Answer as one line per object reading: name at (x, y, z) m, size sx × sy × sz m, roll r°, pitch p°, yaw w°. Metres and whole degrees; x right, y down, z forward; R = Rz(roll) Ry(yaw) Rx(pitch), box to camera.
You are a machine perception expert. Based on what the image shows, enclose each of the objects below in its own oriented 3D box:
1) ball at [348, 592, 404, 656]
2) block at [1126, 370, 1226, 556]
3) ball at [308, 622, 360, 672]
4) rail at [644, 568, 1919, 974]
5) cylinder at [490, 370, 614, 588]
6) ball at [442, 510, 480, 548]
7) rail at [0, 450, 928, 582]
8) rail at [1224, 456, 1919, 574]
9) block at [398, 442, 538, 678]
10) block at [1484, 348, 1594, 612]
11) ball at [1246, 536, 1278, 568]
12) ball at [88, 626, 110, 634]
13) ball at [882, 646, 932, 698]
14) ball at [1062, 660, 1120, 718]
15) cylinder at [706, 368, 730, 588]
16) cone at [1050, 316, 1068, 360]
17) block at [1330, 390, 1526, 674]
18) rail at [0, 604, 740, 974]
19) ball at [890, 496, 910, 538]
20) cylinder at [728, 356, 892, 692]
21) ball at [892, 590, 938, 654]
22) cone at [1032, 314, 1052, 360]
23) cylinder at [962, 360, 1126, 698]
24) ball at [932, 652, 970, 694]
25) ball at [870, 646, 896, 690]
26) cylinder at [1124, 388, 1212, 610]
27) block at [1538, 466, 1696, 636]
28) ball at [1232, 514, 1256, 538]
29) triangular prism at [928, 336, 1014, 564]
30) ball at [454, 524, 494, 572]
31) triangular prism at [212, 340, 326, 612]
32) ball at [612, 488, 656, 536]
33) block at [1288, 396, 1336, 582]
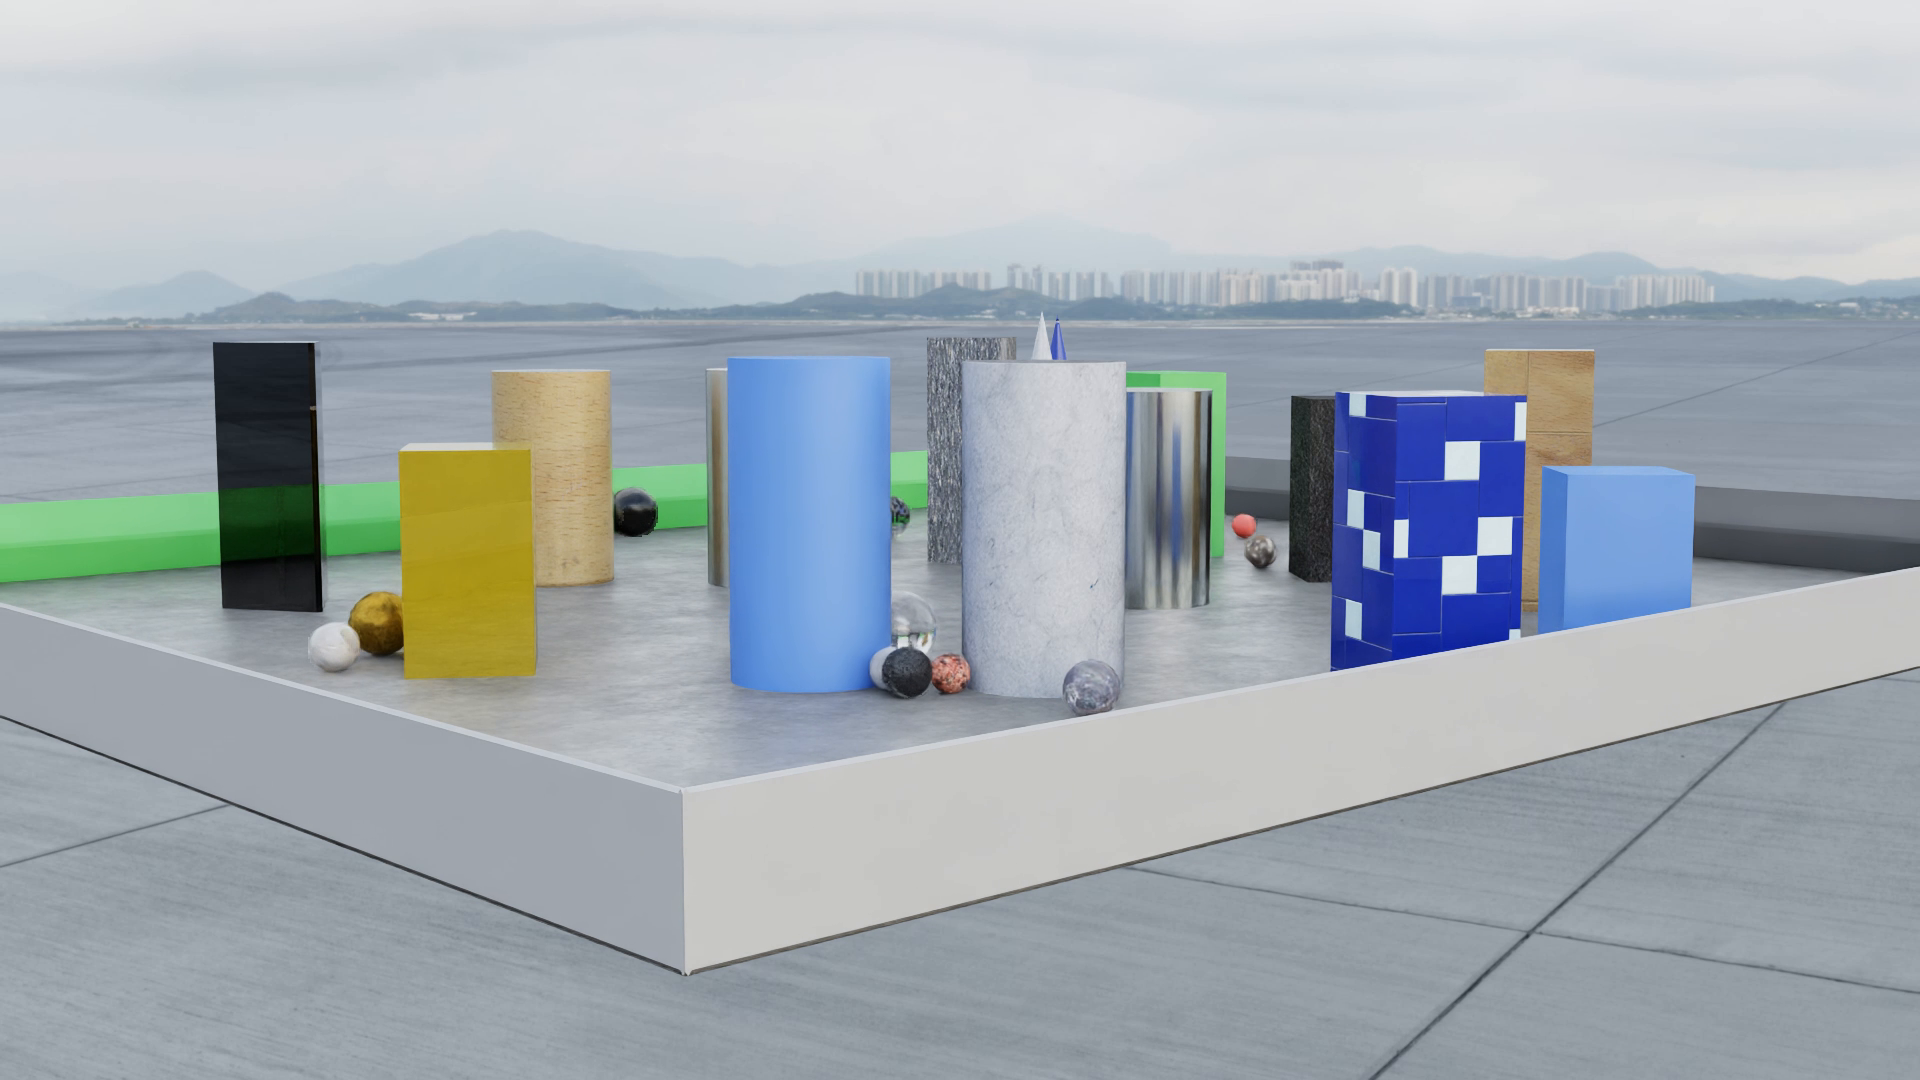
ball at (-0.746, 0.107, 2.838) m, size 0.083 × 0.083 × 0.083 m, roll 0°, pitch 6°, yaw 0°
block at (0.370, -0.138, 3.986) m, size 0.155 × 0.331 × 0.155 m, roll -4°, pitch 7°, yaw -35°
ball at (-0.769, 0.132, 2.707) m, size 0.062 × 0.062 × 0.062 m, roll 0°, pitch 6°, yaw 0°
rail at (0.835, 0.127, 2.432) m, size 2.817 × 0.126 × 0.045 m, roll -6°, pitch 8°, yaw -42°
cylinder at (-0.668, -0.105, 3.610) m, size 0.194 × 0.345 × 0.194 m, roll 0°, pitch 6°, yaw 0°
ball at (-0.925, -0.018, 4.085) m, size 0.073 × 0.073 × 0.073 m, roll 0°, pitch 6°, yaw 0°
rail at (-0.835, -0.062, 4.232) m, size 2.817 × 0.126 × 0.045 m, roll -6°, pitch 8°, yaw -42°
rail at (1.018, -0.065, 4.266) m, size 0.045 × 0.126 × 2.511 m, roll -6°, pitch 8°, yaw -42°
block at (-0.607, 0.021, 2.731) m, size 0.155 × 0.276 × 0.155 m, roll -1°, pitch 6°, yaw -9°
block at (0.866, -0.093, 3.303) m, size 0.155 × 0.384 × 0.155 m, roll 2°, pitch 6°, yaw 15°
ball at (0.521, 0.020, 3.802) m, size 0.054 × 0.054 × 0.054 m, roll 0°, pitch 6°, yaw 0°
ball at (-1.091, 0.132, 2.769) m, size 0.047 × 0.047 × 0.047 m, roll 0°, pitch 6°, yaw 0°
ball at (-0.061, 0.152, 2.527) m, size 0.059 × 0.059 × 0.059 m, roll 0°, pitch 6°, yaw 0°
ball at (0.144, 0.162, 2.405) m, size 0.064 × 0.064 × 0.064 m, roll 0°, pitch 6°, yaw 0°
cylinder at (-0.316, -0.105, 3.590) m, size 0.194 × 0.348 × 0.194 m, roll 0°, pitch 6°, yaw 0°
cone at (0.184, -0.210, 4.173) m, size 0.194 × 0.435 × 0.194 m, roll 0°, pitch 6°, yaw 0°
block at (0.523, 0.011, 2.473) m, size 0.155 × 0.351 × 0.155 m, roll -2°, pitch 6°, yaw -15°
rail at (-1.018, 0.131, 2.398) m, size 0.045 × 0.126 × 2.511 m, roll -6°, pitch 8°, yaw -42°
ball at (-0.137, -0.045, 4.296) m, size 0.081 × 0.081 × 0.081 m, roll 0°, pitch 6°, yaw 0°
cylinder at (-0.180, -0.025, 2.638) m, size 0.194 × 0.387 × 0.194 m, roll 0°, pitch 6°, yaw 0°
ball at (-0.075, 0.110, 2.757) m, size 0.094 × 0.094 × 0.094 m, roll 0°, pitch 6°, yaw 0°
cone at (0.109, -0.084, 2.935) m, size 0.194 × 0.443 × 0.194 m, roll 0°, pitch 6°, yaw 0°
cylinder at (0.099, -0.019, 2.606) m, size 0.194 × 0.383 × 0.194 m, roll 0°, pitch 6°, yaw 0°
ball at (-0.012, 0.155, 2.558) m, size 0.047 × 0.047 × 0.047 m, roll 0°, pitch 6°, yaw 0°
ball at (-0.081, 0.151, 2.579) m, size 0.050 × 0.050 × 0.050 m, roll 0°, pitch 6°, yaw 0°
cylinder at (0.285, -0.067, 3.347) m, size 0.194 × 0.323 × 0.194 m, roll 0°, pitch 6°, yaw 0°
block at (0.835, 0.031, 2.808) m, size 0.155 × 0.241 × 0.155 m, roll 0°, pitch 6°, yaw 3°
ball at (0.555, -0.027, 4.292) m, size 0.047 × 0.047 × 0.047 m, roll 0°, pitch 6°, yaw 0°
triangular prism at (0.053, -0.160, 3.886) m, size 0.168 × 0.395 × 0.145 m, roll 5°, pitch 8°, yaw 37°
ball at (-0.814, 0.015, 3.725) m, size 0.082 × 0.082 × 0.082 m, roll 0°, pitch 6°, yaw 0°
triangular prism at (-1.003, -0.100, 3.314) m, size 0.168 × 0.396 × 0.145 m, roll 2°, pitch 6°, yaw 17°
ball at (-0.644, -0.055, 4.316) m, size 0.097 × 0.097 × 0.097 m, roll 0°, pitch 6°, yaw 0°
block at (0.642, -0.088, 3.660) m, size 0.155 × 0.299 × 0.155 m, roll 0°, pitch 6°, yaw -3°
